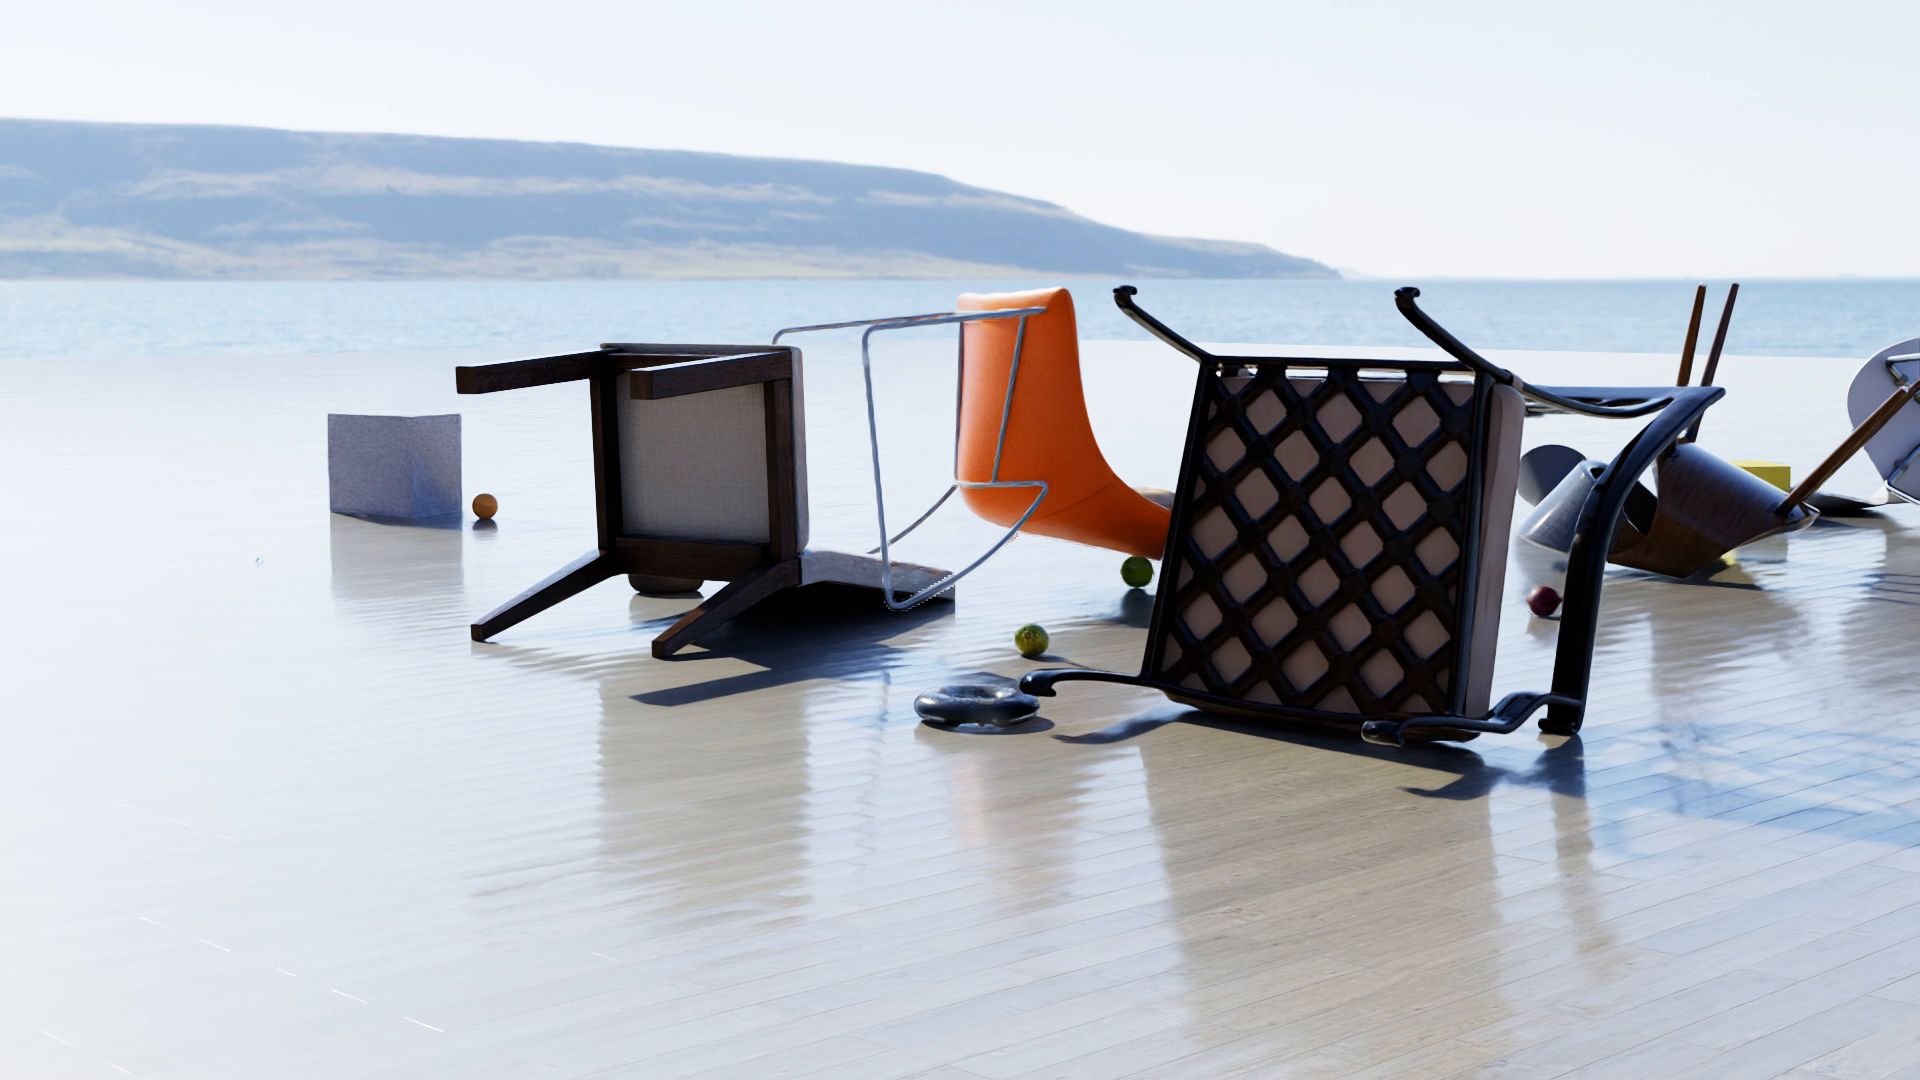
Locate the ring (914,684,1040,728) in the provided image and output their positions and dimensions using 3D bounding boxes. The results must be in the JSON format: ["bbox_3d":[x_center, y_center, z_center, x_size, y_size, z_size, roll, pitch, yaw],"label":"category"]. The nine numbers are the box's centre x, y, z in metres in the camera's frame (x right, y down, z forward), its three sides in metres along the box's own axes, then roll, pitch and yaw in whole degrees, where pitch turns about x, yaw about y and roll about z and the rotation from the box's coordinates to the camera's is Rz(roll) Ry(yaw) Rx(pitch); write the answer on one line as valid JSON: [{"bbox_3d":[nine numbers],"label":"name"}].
[{"bbox_3d":[0.025,0.247,3.817,0.190,0.043,0.187,5,8,37],"label":"ring"}]

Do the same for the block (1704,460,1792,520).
[{"bbox_3d":[2.158,-0.138,7.040,0.148,0.146,0.238,-1,6,-5],"label":"block"}]

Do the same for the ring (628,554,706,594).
[{"bbox_3d":[-0.614,0.071,5.368,0.165,0.074,0.092,-1,9,-18],"label":"ring"}]

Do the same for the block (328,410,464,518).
[{"bbox_3d":[-1.577,-0.216,7.164,0.311,0.275,0.202,4,7,31],"label":"block"}]

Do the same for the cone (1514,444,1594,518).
[{"bbox_3d":[1.635,-0.117,7.074,0.220,0.231,0.181,-5,37,18],"label":"cone"}]

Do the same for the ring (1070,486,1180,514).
[{"bbox_3d":[0.464,-0.111,7.192,0.312,0.062,0.307,2,6,12],"label":"ring"}]
